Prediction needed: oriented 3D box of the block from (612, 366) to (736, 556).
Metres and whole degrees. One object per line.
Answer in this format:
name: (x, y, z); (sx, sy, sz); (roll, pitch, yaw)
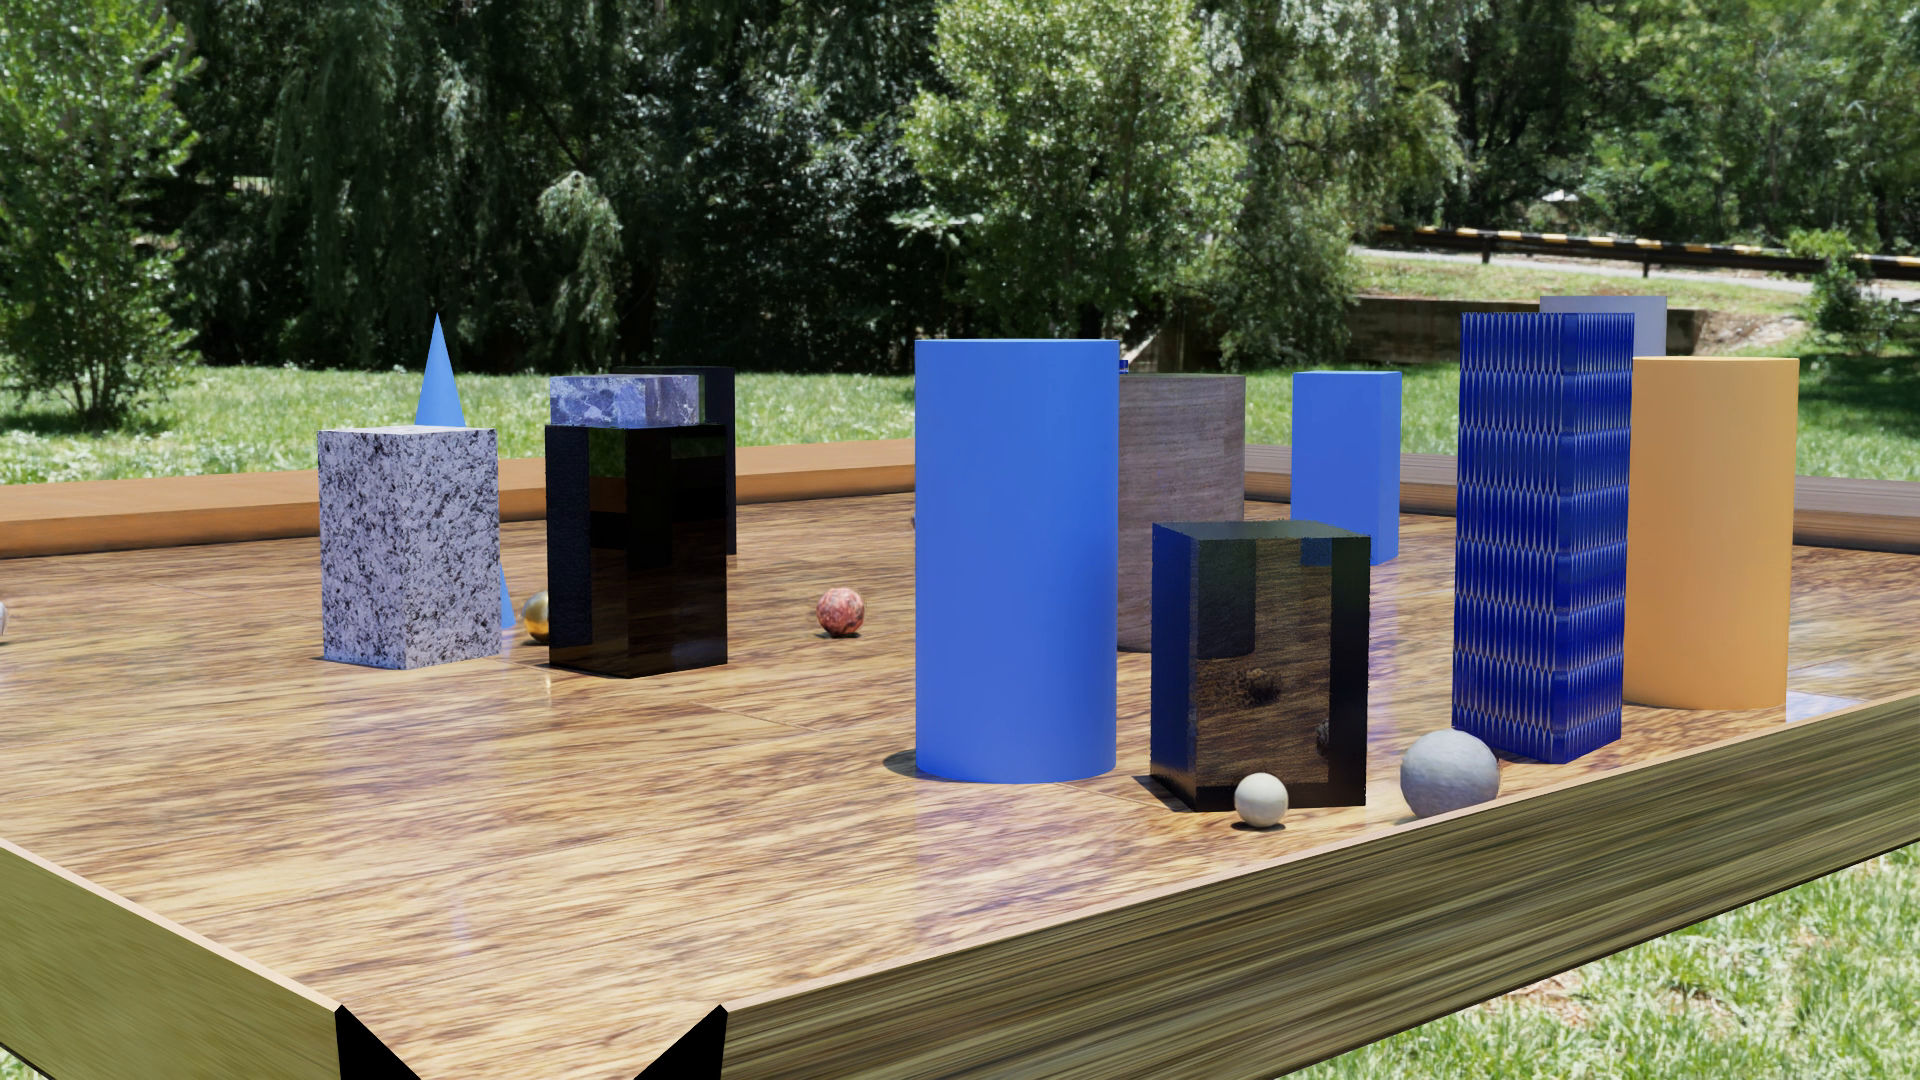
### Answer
block: (-0.521, -0.144, 4.018); (0.159, 0.343, 0.159); (-5, 8, -41)

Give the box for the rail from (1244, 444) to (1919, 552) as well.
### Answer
rail: (1.301, -0.091, 4.526); (0.045, 0.129, 3.293); (-5, 8, -42)

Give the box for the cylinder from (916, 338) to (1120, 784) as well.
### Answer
cylinder: (0.055, 0.013, 2.152); (0.198, 0.416, 0.198); (0, 6, 0)

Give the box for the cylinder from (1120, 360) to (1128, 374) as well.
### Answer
cylinder: (0.236, -0.186, 4.393); (0.198, 0.347, 0.198); (0, 6, 0)

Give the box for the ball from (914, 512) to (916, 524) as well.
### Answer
ball: (-0.041, -0.041, 4.220); (0.094, 0.094, 0.094); (0, 6, 0)

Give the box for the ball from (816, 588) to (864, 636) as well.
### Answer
ball: (-0.164, 0.098, 3.021); (0.066, 0.066, 0.066); (0, 6, 0)

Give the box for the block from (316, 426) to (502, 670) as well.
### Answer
block: (-0.706, 0.005, 2.827); (0.159, 0.293, 0.159); (4, 7, 35)

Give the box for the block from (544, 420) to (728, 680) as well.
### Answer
block: (-0.406, 0.006, 2.760); (0.159, 0.303, 0.159); (5, 8, 42)

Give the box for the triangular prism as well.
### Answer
triangular prism: (0.579, -0.011, 2.254); (0.149, 0.442, 0.172); (4, 7, 36)

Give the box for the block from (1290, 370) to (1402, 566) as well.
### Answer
block: (0.693, -0.133, 3.946); (0.159, 0.335, 0.159); (3, 7, 24)

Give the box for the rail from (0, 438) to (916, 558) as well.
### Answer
rail: (-1.101, -0.090, 4.518); (3.589, 0.129, 0.045); (-5, 8, -42)

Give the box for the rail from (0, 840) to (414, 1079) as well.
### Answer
rail: (-1.301, 0.158, 2.137); (0.045, 0.129, 3.293); (-5, 8, -42)

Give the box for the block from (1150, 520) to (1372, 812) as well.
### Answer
block: (0.274, 0.112, 2.035); (0.159, 0.244, 0.159); (-1, 6, -10)

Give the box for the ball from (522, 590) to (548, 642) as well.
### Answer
ball: (-0.552, 0.102, 2.957); (0.072, 0.072, 0.072); (0, 6, 0)

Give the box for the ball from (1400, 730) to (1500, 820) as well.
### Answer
ball: (0.423, 0.206, 1.899); (0.085, 0.085, 0.085); (0, 6, 0)

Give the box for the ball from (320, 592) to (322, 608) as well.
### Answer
ball: (-0.874, 0.086, 3.125); (0.069, 0.069, 0.069); (0, 6, 0)

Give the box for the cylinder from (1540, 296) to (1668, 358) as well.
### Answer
cylinder: (1.040, -0.162, 3.580); (0.198, 0.468, 0.198); (0, 6, 0)

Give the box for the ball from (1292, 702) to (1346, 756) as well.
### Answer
ball: (0.360, 0.190, 2.206); (0.053, 0.053, 0.053); (0, 6, 0)

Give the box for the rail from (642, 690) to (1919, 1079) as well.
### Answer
rail: (1.101, 0.157, 2.145); (3.589, 0.129, 0.045); (-5, 8, -42)

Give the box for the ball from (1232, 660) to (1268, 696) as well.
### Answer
ball: (0.338, 0.160, 2.553); (0.042, 0.042, 0.042); (0, 6, 0)

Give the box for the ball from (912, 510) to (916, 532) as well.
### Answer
ball: (-0.060, -0.038, 4.310); (0.071, 0.071, 0.071); (0, 6, 0)

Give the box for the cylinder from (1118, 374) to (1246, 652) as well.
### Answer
cylinder: (0.280, -0.041, 2.945); (0.198, 0.359, 0.198); (0, 6, 0)

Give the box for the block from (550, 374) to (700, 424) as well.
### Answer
block: (-0.494, -0.069, 3.265); (0.159, 0.348, 0.159); (2, 6, 22)

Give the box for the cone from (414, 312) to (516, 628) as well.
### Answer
cone: (-0.732, -0.100, 3.103); (0.198, 0.443, 0.198); (0, 6, 0)

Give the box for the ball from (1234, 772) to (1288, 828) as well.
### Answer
ball: (0.260, 0.225, 1.902); (0.047, 0.047, 0.047); (0, 6, 0)

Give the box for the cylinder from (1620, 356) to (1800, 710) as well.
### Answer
cylinder: (0.855, -0.014, 2.537); (0.198, 0.390, 0.198); (0, 6, 0)

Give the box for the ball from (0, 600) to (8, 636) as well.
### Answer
ball: (-1.308, 0.105, 2.931); (0.073, 0.073, 0.073); (0, 6, 0)
